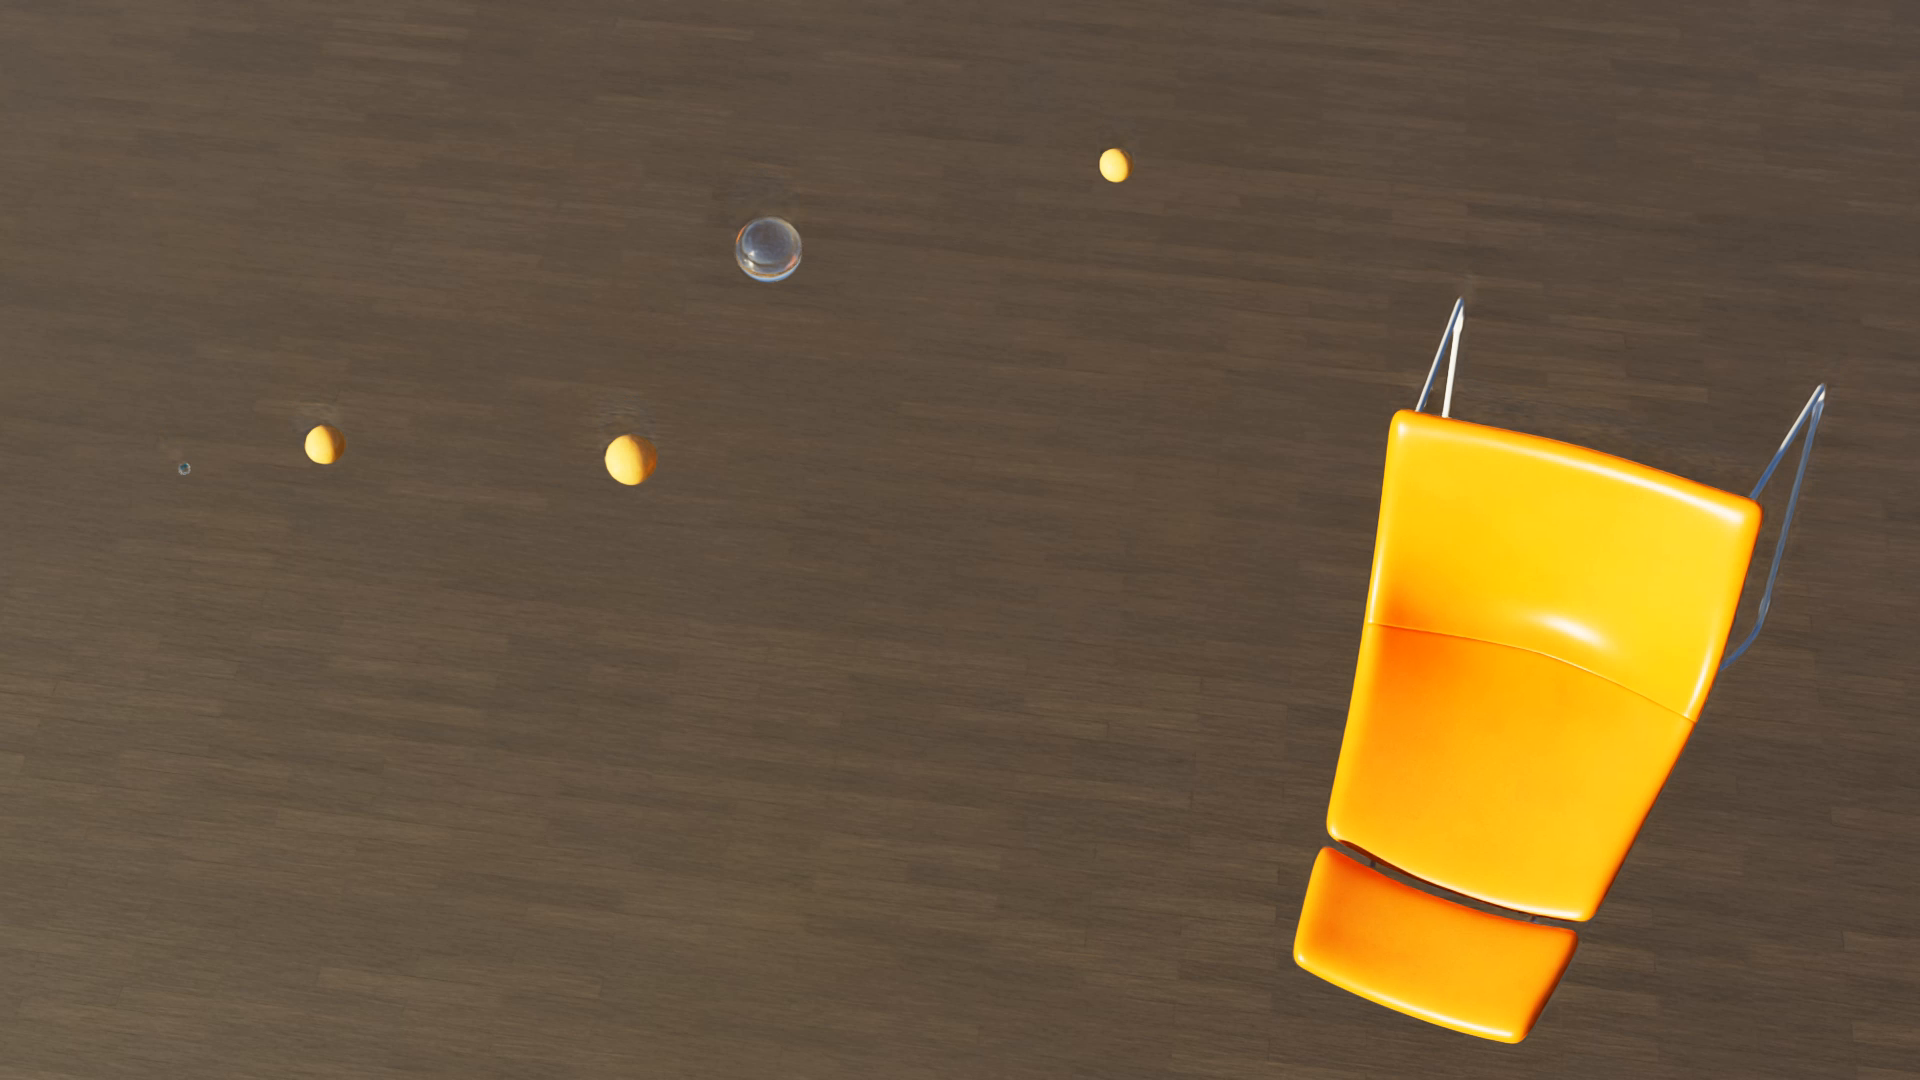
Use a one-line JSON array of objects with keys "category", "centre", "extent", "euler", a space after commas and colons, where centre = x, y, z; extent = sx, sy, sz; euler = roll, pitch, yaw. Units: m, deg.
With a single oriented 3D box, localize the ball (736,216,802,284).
[{"category": "ball", "centre": [-0.263, -0.400, 3.025], "extent": [0.092, 0.092, 0.092], "euler": [0, 56, 0]}]
